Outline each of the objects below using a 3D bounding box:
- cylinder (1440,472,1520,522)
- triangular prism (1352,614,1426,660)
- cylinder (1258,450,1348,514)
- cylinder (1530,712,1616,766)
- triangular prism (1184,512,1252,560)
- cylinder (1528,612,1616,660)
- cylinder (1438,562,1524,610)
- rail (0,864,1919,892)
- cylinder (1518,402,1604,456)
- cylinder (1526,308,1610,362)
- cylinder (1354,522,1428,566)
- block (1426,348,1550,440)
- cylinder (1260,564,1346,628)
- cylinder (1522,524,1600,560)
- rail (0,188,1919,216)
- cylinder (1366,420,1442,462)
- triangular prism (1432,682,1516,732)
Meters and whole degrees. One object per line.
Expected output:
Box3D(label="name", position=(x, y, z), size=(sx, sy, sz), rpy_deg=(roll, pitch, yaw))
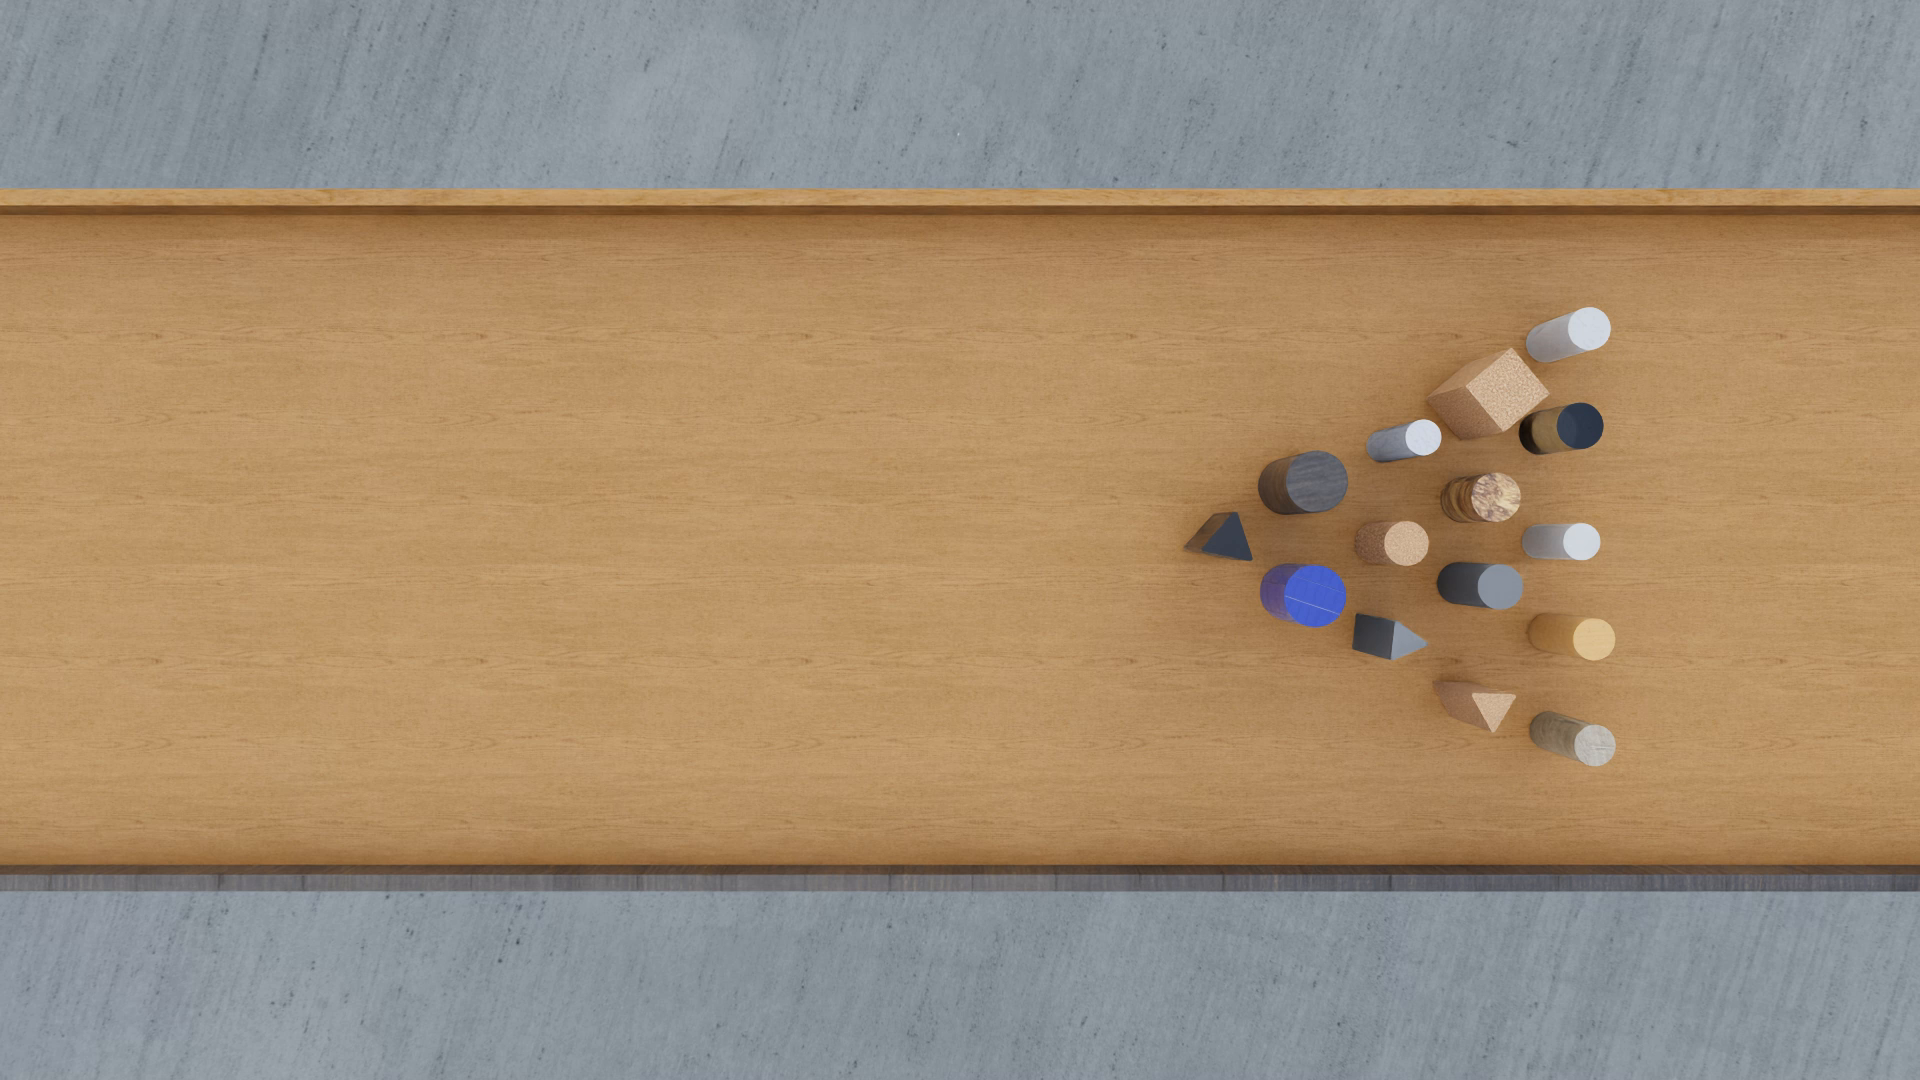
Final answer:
Box3D(label="cylinder", position=(1.550, -0.124, 4.923), size=(0.142, 0.308, 0.142), rpy_deg=(0, 90, 0))
Box3D(label="triangular prism", position=(1.241, 0.270, 4.849), size=(0.111, 0.456, 0.096), rpy_deg=(-24, 90, 0))
Box3D(label="cylinder", position=(1.005, -0.165, 4.859), size=(0.175, 0.434, 0.175), rpy_deg=(0, 90, 0))
Box3D(label="cylinder", position=(1.811, 0.586, 4.890), size=(0.118, 0.372, 0.118), rpy_deg=(0, 90, 0))
Box3D(label="triangular prism", position=(0.772, -0.019, 4.882), size=(0.146, 0.390, 0.126), rpy_deg=(12, 90, 0))
Box3D(label="cylinder", position=(1.809, 0.283, 4.890), size=(0.120, 0.372, 0.120), rpy_deg=(0, 90, 0))
Box3D(label="cylinder", position=(1.533, 0.133, 4.877), size=(0.129, 0.399, 0.129), rpy_deg=(0, 90, 0))
Box3D(label="rail", position=(-2.247, 1.025, 5.001), size=(12.000, 0.150, 0.050), rpy_deg=(0, 90, 0))
Box3D(label="cylinder", position=(1.787, -0.329, 4.915), size=(0.135, 0.324, 0.135), rpy_deg=(0, 90, 0))
Box3D(label="cylinder", position=(1.803, -0.606, 4.901), size=(0.122, 0.351, 0.122), rpy_deg=(0, 90, 0))
Box3D(label="cylinder", position=(1.278, 0.010, 4.898), size=(0.127, 0.357, 0.127), rpy_deg=(0, 90, 0))
Box3D(label="block", position=(1.552, -0.425, 4.875), size=(0.171, 0.404, 0.171), rpy_deg=(-40, 90, 0))
Box3D(label="cylinder", position=(1.011, 0.160, 4.886), size=(0.177, 0.381, 0.177), rpy_deg=(0, 90, 0))
Box3D(label="cylinder", position=(1.782, 0.005, 4.902), size=(0.106, 0.349, 0.106), rpy_deg=(0, 90, 0))
Box3D(label="rail", position=(-2.247, -1.025, 5.002), size=(12.000, 0.150, 0.050), rpy_deg=(0, 90, 0))
Box3D(label="cylinder", position=(1.301, -0.288, 4.854), size=(0.100, 0.445, 0.100), rpy_deg=(0, 90, 0))
Box3D(label="triangular prism", position=(1.501, 0.466, 4.880), size=(0.107, 0.394, 0.124), rpy_deg=(31, 90, 0))
